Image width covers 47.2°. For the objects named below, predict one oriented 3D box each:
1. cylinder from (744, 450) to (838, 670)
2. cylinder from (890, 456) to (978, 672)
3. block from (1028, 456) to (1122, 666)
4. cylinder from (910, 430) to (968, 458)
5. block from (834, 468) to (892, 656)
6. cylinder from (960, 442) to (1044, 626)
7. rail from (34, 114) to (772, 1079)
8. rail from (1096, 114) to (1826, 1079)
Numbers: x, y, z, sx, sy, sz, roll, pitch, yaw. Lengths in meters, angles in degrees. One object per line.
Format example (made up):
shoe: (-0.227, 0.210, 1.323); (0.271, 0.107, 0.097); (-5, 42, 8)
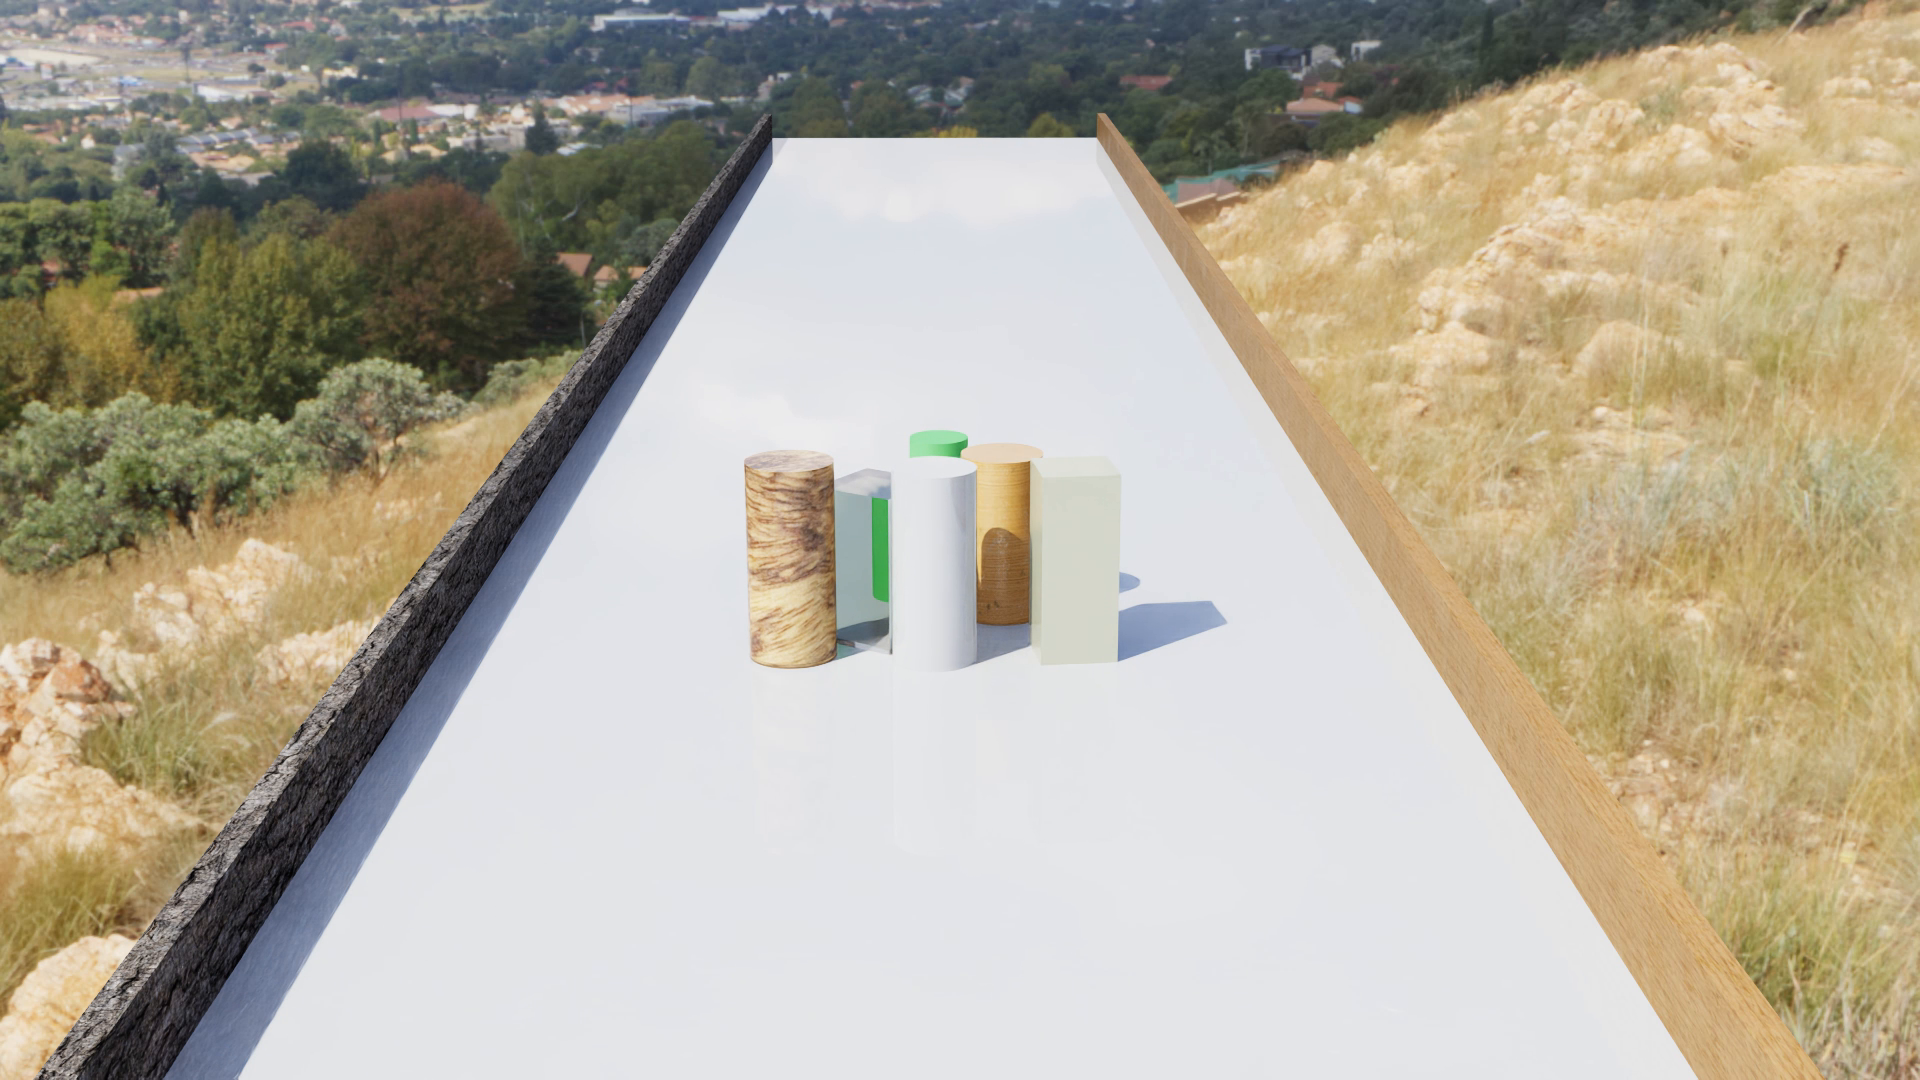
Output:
cylinder: (-0.337, 0.037, 4.392); (0.178, 0.404, 0.178); (0, 17, 0)
cylinder: (-0.051, 0.047, 4.372); (0.170, 0.397, 0.170); (0, 17, 0)
block: (0.228, 0.040, 4.412); (0.155, 0.388, 0.155); (-2, 17, -7)
cylinder: (-0.047, -0.072, 4.898); (0.129, 0.325, 0.129); (0, 17, 0)
block: (-0.168, 0.041, 4.516); (0.180, 0.326, 0.180); (10, 20, 31)
cylinder: (0.088, -0.013, 4.652); (0.173, 0.353, 0.173); (0, 17, 0)
rail: (-1.118, -0.838, 7.780); (0.050, 0.150, 12.000); (0, 17, -1)
rail: (0.932, -0.844, 7.801); (0.050, 0.150, 12.000); (0, 17, -1)
